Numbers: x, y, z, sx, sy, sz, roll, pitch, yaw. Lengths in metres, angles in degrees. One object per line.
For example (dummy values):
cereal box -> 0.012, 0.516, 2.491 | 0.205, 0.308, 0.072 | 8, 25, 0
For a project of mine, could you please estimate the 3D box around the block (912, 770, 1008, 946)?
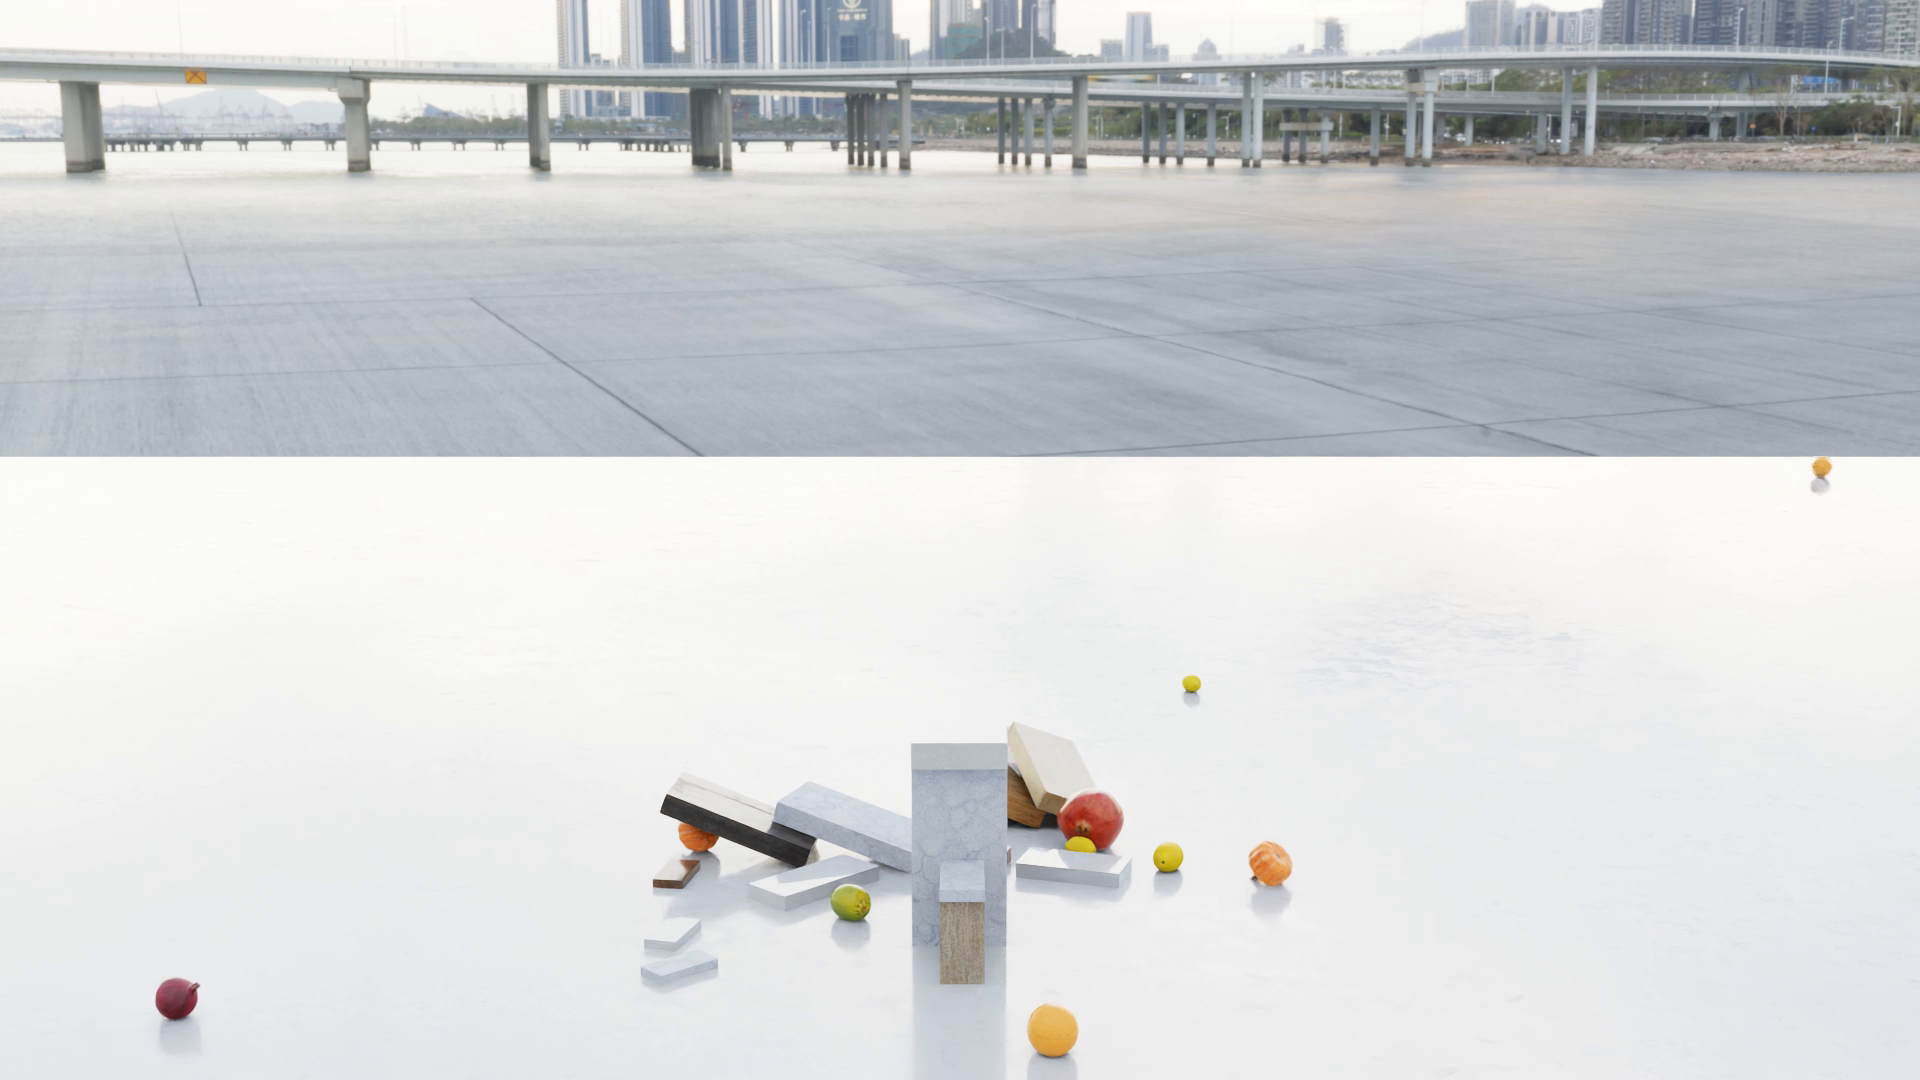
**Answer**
block -> -0.001, 0.485, 3.424 | 0.148, 0.295, 0.042 | 0, 11, 0

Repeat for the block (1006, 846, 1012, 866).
block -> 0.018, 0.560, 3.760 | 0.090, 0.026, 0.181 | 4, 11, 18

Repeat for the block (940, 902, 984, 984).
block -> 0.003, 0.595, 3.276 | 0.067, 0.133, 0.019 | 0, 11, 0

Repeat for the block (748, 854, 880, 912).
block -> -0.243, 0.573, 3.688 | 0.090, 0.026, 0.213 | 10, 15, 43

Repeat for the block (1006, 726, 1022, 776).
block -> 0.144, 0.426, 4.304 | 0.132, 0.037, 0.264 | 21, 5, -18

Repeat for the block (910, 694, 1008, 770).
block -> -0.002, 0.302, 3.489 | 0.148, 0.042, 0.295 | 0, 11, 0

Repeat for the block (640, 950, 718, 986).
block -> -0.424, 0.646, 3.326 | 0.105, 0.015, 0.053 | -10, 14, -42

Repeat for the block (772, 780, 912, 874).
block -> -0.178, 0.502, 3.863 | 0.267, 0.038, 0.134 | 18, 16, 17

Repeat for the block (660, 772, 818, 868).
block -> -0.381, 0.490, 3.853 | 0.267, 0.038, 0.134 | 21, 12, 2

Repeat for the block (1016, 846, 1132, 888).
block -> 0.195, 0.560, 3.761 | 0.181, 0.026, 0.090 | 3, 11, 18

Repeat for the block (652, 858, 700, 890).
block -> -0.482, 0.568, 3.744 | 0.053, 0.015, 0.105 | 2, 11, 9

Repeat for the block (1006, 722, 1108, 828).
block -> 0.178, 0.436, 4.100 | 0.132, 0.037, 0.264 | 20, 18, -20

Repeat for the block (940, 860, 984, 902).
block -> 0.003, 0.512, 3.306 | 0.067, 0.019, 0.133 | 0, 11, 0

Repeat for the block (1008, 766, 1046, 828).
block -> 0.075, 0.461, 4.124 | 0.134, 0.038, 0.267 | 22, 7, -10

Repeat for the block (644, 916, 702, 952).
block -> -0.452, 0.620, 3.466 | 0.053, 0.015, 0.105 | 3, 11, 15
